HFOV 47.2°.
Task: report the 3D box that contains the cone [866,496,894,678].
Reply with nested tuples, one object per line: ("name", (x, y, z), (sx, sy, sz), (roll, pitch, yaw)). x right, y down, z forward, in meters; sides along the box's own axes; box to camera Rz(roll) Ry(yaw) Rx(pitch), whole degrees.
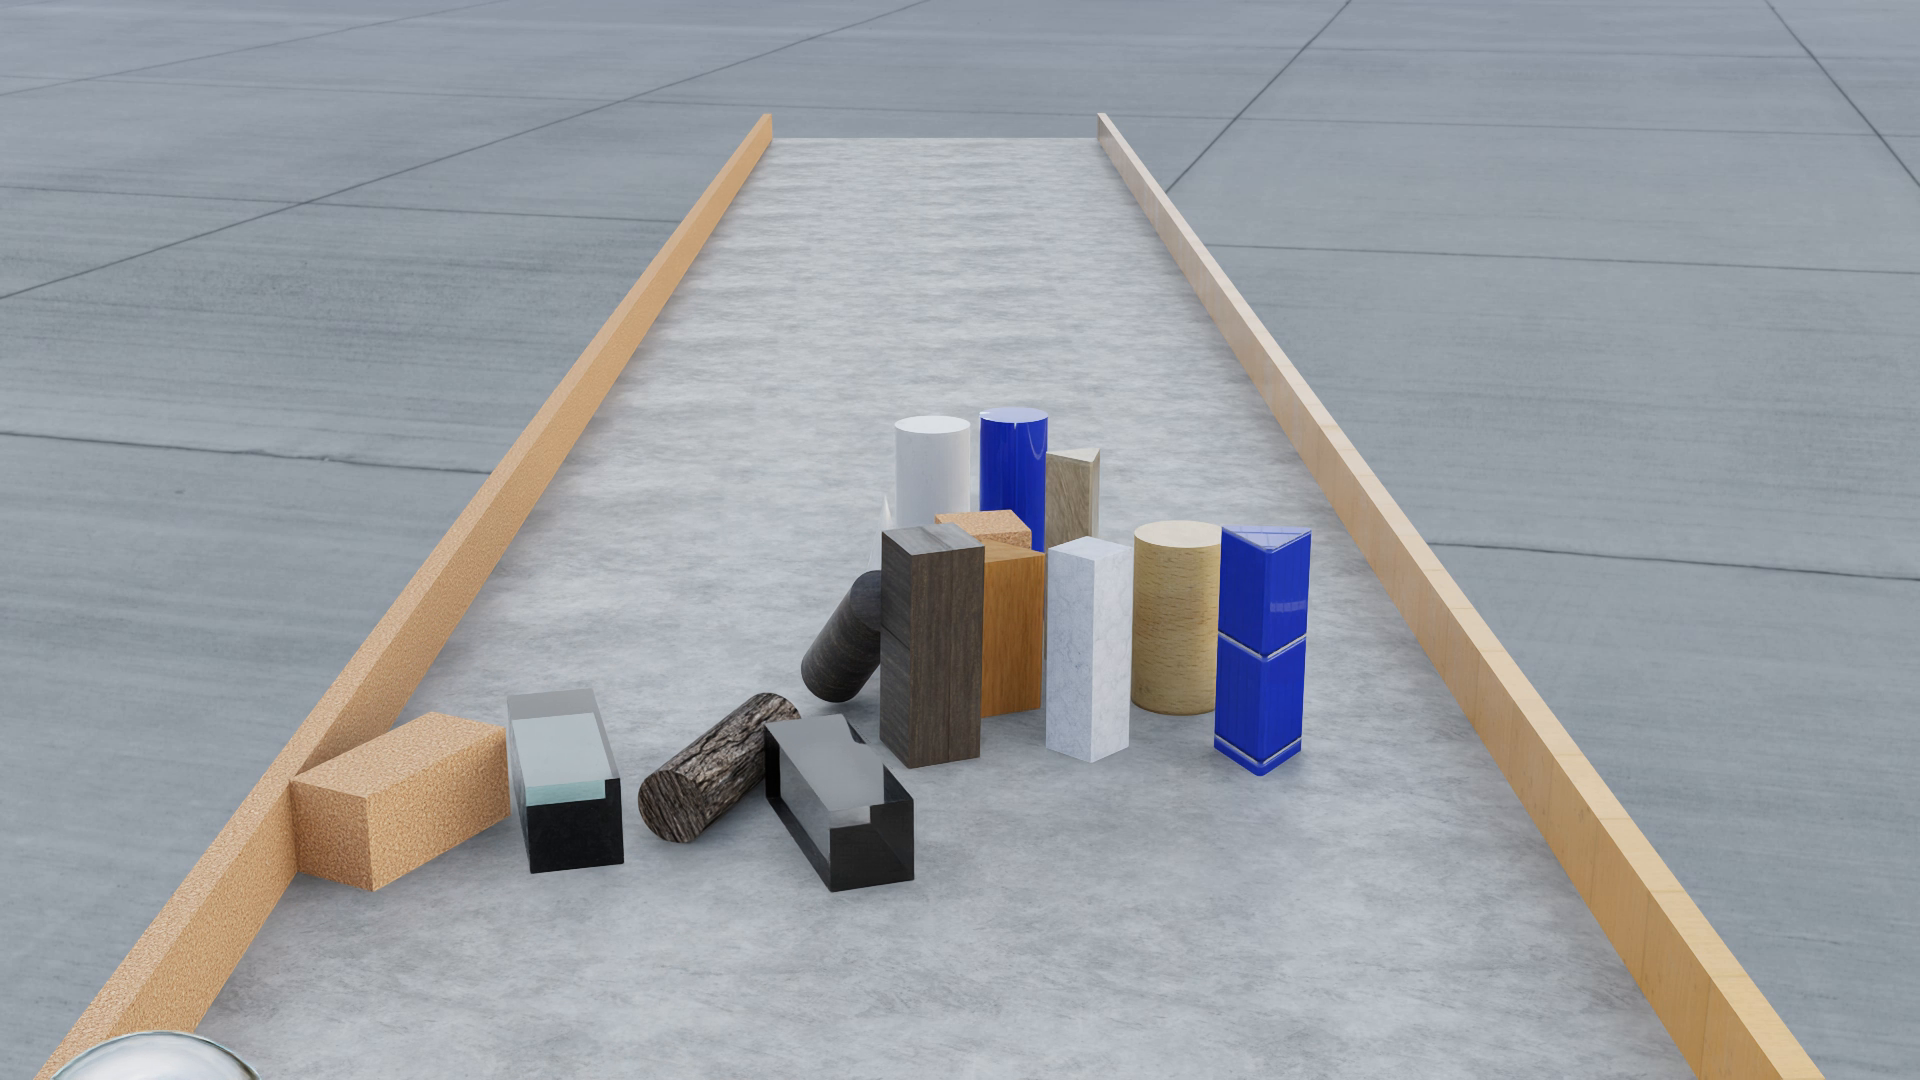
("cone", (-0.146, 0.079, 4.342), (0.172, 0.353, 0.172), (0, 17, 0))

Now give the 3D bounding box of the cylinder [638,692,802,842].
("cylinder", (-0.400, 0.380, 3.727), (0.126, 0.126, 0.380), (6, 18, 19))

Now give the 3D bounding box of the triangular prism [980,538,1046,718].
("triangular prism", (0.067, 0.162, 4.135), (0.140, 0.308, 0.122), (-7, 20, -23))

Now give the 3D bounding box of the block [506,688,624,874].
("block", (-0.659, 0.392, 3.651), (0.147, 0.147, 0.419), (-4, 17, -14))

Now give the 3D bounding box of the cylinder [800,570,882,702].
("cylinder", (-0.191, 0.182, 4.082), (0.126, 0.126, 0.312), (-9, -24, -26))

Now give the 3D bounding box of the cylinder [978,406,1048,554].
("cylinder", (0.111, -0.049, 4.623), (0.143, 0.439, 0.143), (0, 17, 0))

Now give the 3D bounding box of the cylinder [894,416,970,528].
("cylinder", (-0.060, -0.084, 4.886), (0.167, 0.355, 0.167), (0, 17, 0))

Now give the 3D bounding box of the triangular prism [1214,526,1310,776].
("triangular prism", (0.514, 0.185, 3.877), (0.133, 0.415, 0.153), (11, 20, 34))

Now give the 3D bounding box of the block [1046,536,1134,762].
("block", (0.230, 0.194, 3.916), (0.106, 0.375, 0.106), (15, 22, 41))

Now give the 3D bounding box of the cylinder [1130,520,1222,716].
("cylinder", (0.416, 0.146, 4.158), (0.180, 0.329, 0.180), (0, 17, 0))

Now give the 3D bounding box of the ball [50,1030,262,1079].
("ball", (-0.889, 0.686, 2.416), (0.288, 0.288, 0.288), (0, 17, 0))

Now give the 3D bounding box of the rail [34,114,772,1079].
("rail", (-1.118, -0.838, 7.780), (0.050, 0.150, 12.000), (0, 17, -1))

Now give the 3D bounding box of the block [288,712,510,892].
("block", (-0.898, 0.416, 3.552), (0.157, 0.157, 0.333), (9, 19, 26))

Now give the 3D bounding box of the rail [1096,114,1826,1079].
("rail", (0.932, -0.844, 7.801), (0.050, 0.150, 12.000), (0, 17, -1))

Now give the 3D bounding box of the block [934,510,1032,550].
("block", (0.043, 0.119, 4.269), (0.153, 0.318, 0.153), (-4, 17, -13))

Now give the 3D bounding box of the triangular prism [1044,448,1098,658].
("triangular prism", (0.243, 0.033, 4.366), (0.113, 0.427, 0.098), (14, 21, 39))

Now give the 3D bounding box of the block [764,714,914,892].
("block", (-0.201, 0.421, 3.574), (0.136, 0.136, 0.391), (-6, 18, -19))

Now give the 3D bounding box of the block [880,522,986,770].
("block", (-0.051, 0.186, 3.890), (0.137, 0.400, 0.137), (-7, 21, -23))
